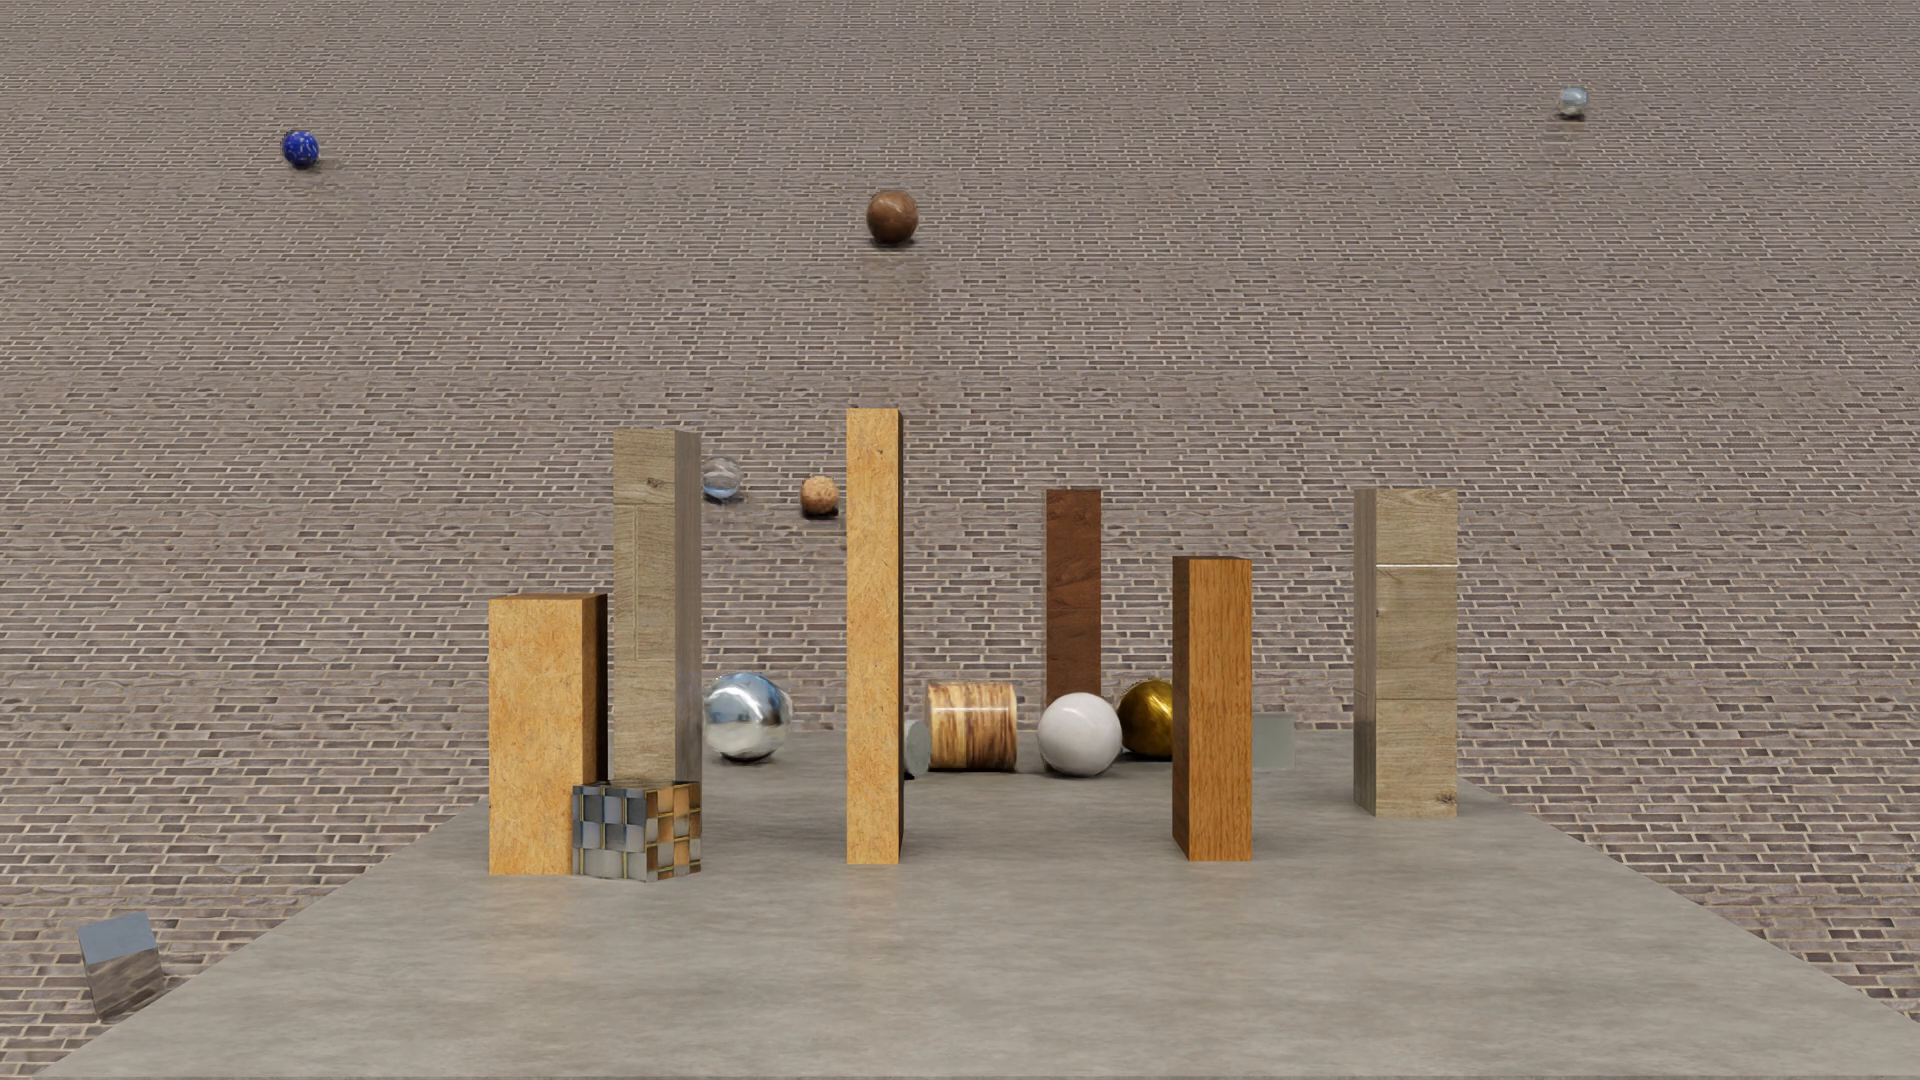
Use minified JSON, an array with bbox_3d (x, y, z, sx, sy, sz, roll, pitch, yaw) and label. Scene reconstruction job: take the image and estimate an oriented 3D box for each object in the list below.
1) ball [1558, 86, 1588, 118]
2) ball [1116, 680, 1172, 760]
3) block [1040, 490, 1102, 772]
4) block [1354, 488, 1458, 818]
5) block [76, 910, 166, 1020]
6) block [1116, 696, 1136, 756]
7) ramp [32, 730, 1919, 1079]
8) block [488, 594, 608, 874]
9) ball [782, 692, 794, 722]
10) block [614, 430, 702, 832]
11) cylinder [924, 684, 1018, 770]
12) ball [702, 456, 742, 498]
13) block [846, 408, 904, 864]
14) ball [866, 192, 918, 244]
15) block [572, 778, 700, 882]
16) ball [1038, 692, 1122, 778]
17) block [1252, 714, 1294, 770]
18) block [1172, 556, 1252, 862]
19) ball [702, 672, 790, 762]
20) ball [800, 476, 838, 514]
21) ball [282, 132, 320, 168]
[{"bbox_3d":[2.648,-1.892,11.158,0.134,0.134,0.134,0,28,0],"label":"ball"},{"bbox_3d":[0.444,0.408,5.846,0.180,0.180,0.180,0,28,0],"label":"ball"},{"bbox_3d":[0.245,0.194,5.749,0.117,0.611,0.374,0,1,0],"label":"block"},{"bbox_3d":[0.841,0.207,4.894,0.149,0.606,0.270,0,1,0],"label":"block"},{"bbox_3d":[-1.870,0.947,5.763,0.151,0.151,0.151,-13,30,-23],"label":"block"},{"bbox_3d":[0.434,0.431,6.001,0.130,0.130,0.130,0,1,-4],"label":"block"},{"bbox_3d":[0.063,0.564,4.604,2.000,0.100,4.000,0,1,0],"label":"ramp"},{"bbox_3d":[-0.662,0.306,4.178,0.145,0.429,0.295,0,1,0],"label":"block"},{"bbox_3d":[-0.478,0.434,6.580,0.111,0.111,0.111,0,28,0],"label":"ball"},{"bbox_3d":[-0.505,0.169,4.345,0.098,0.698,0.431,0,1,0],"label":"block"},{"bbox_3d":[0.022,0.408,5.623,0.186,0.186,0.186,0,28,-4],"label":"cylinder"},{"bbox_3d":[-0.736,-0.193,7.947,0.129,0.129,0.129,0,28,0],"label":"ball"},{"bbox_3d":[-0.141,0.152,4.347,0.083,0.731,0.407,0,1,0],"label":"block"},{"bbox_3d":[-0.258,-1.227,9.828,0.200,0.200,0.200,0,28,0],"label":"ball"},{"bbox_3d":[-0.505,0.451,4.037,0.142,0.142,0.142,0,1,30],"label":"block"},{"bbox_3d":[0.253,0.413,5.475,0.180,0.180,0.180,0,28,0],"label":"ball"},{"bbox_3d":[0.677,0.444,5.703,0.112,0.112,0.112,0,1,4],"label":"block"},{"bbox_3d":[0.421,0.274,4.340,0.101,0.488,0.329,0,1,0],"label":"block"},{"bbox_3d":[-0.483,0.398,5.789,0.203,0.203,0.203,0,28,0],"label":"ball"},{"bbox_3d":[-0.427,-0.136,7.851,0.117,0.117,0.117,0,28,0],"label":"ball"},{"bbox_3d":[-2.705,-1.605,10.603,0.146,0.146,0.146,0,28,0],"label":"ball"}]
